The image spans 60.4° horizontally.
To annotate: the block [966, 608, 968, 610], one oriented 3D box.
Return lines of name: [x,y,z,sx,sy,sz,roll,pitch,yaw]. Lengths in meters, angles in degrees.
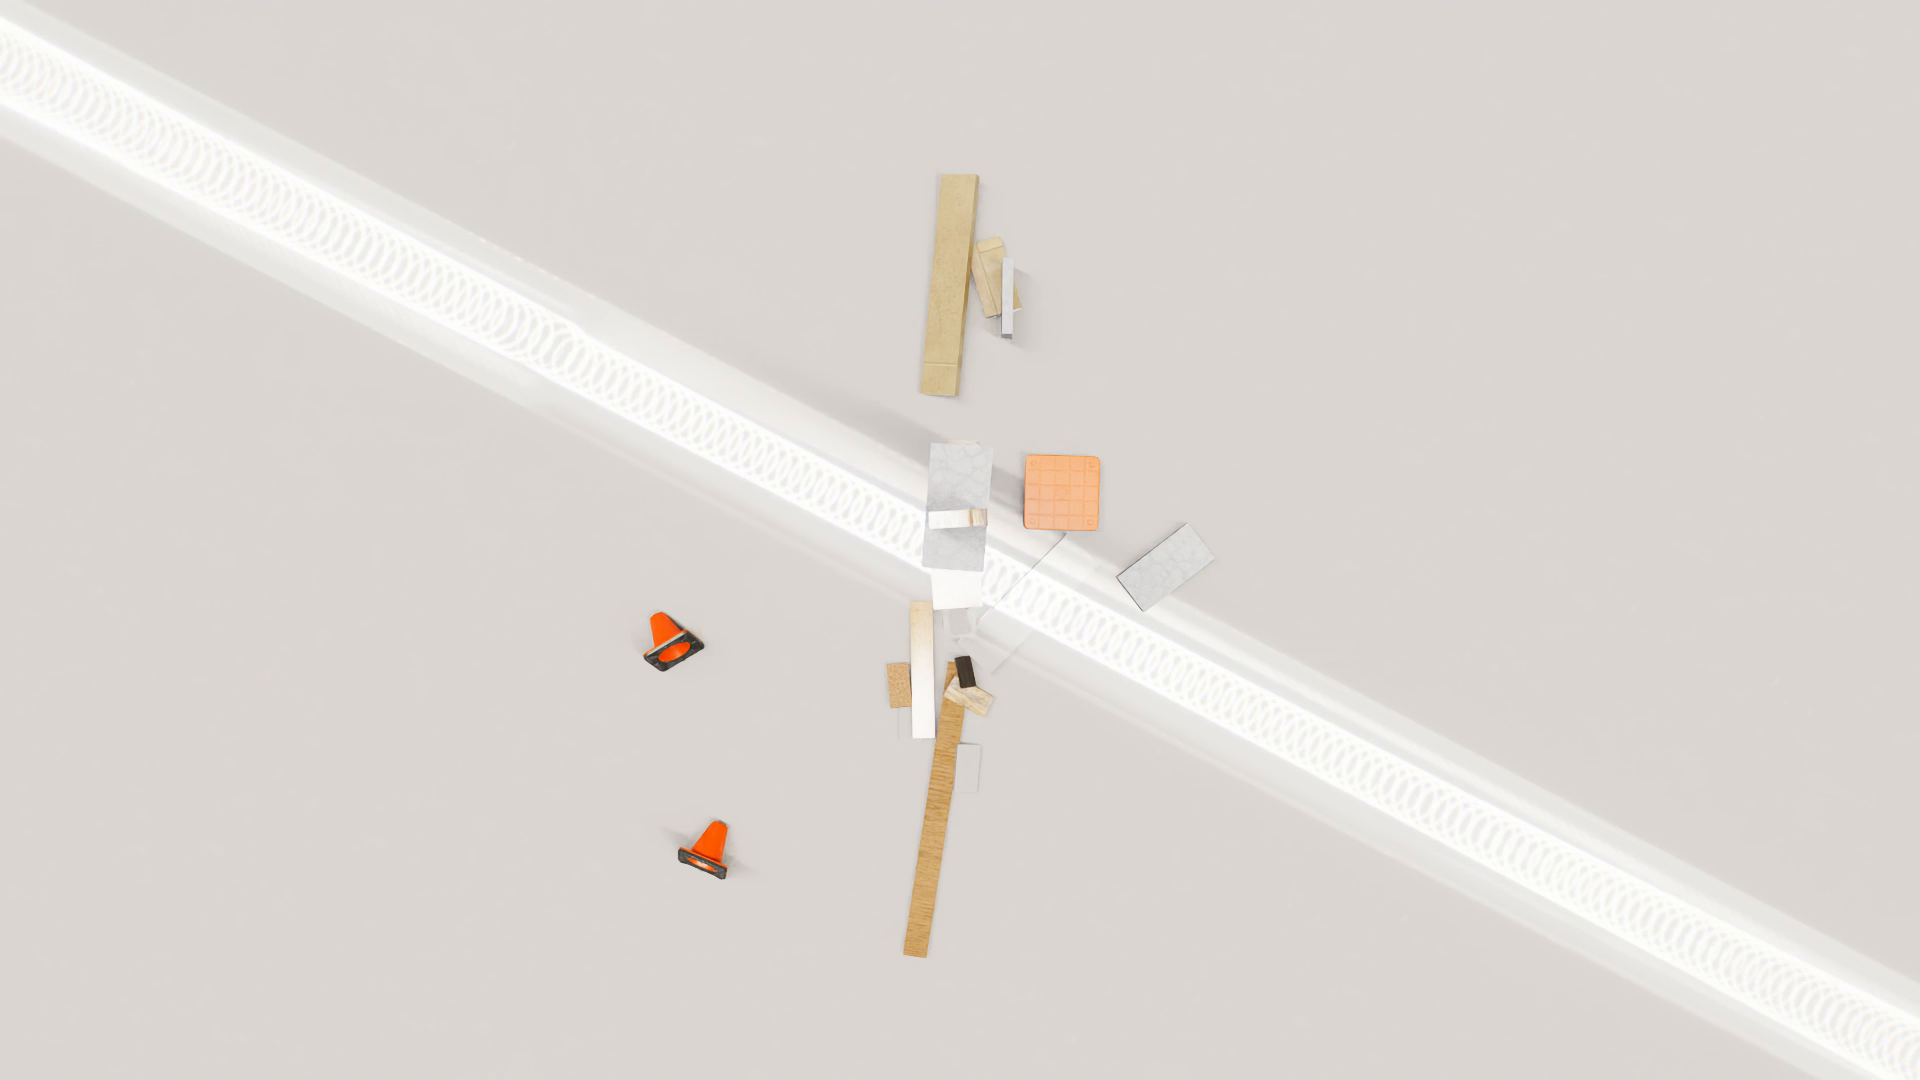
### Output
block: [0.000,0.193,5.212,0.052,0.104,0.015,-1,66,0]

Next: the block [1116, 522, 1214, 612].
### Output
block: [0.682,0.092,5.479,0.295,0.042,0.148,-38,90,0]

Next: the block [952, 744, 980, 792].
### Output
block: [0.022,0.757,5.477,0.078,0.022,0.157,4,91,-16]

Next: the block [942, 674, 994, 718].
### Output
block: [0.028,0.518,5.468,0.157,0.022,0.078,30,85,-13]

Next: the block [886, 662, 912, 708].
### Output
block: [-0.201,0.483,5.477,0.072,0.020,0.144,-6,80,0]

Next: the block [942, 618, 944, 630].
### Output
block: [-0.004,0.272,5.396,0.104,0.208,0.029,-5,90,0]

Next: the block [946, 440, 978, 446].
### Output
block: [0.006,-0.197,4.950,0.099,0.028,0.199,0,90,0]

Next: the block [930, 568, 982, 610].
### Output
block: [-0.016,0.056,4.856,0.143,0.041,0.286,-4,90,0]

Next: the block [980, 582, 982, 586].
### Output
block: [-0.009,0.145,5.070,0.143,0.386,0.041,-1,90,0]

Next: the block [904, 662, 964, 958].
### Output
block: [-0.076,0.897,5.489,0.078,0.022,0.985,9,90,0]

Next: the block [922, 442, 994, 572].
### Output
block: [-0.007,-0.088,4.475,0.169,0.048,0.338,5,90,0]

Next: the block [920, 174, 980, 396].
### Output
block: [-0.033,-0.844,5.461,0.123,0.035,0.731,6,90,22]

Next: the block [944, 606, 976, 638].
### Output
block: [-0.002,0.208,5.277,0.104,0.029,0.208,0,90,0]

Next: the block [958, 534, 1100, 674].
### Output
block: [0.227,0.212,5.479,0.516,0.042,0.148,-45,90,0]

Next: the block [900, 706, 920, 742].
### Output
block: [-0.165,0.599,5.490,0.072,0.020,0.144,1,90,0]

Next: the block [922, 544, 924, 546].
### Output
block: [-0.018,0.039,4.667,0.169,0.338,0.048,2,90,0]

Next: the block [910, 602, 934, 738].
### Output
block: [-0.124,0.430,5.476,0.072,0.020,0.451,-1,86,0]

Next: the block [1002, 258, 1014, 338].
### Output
block: [0.155,-0.791,5.404,0.035,0.123,0.246,1,90,0]

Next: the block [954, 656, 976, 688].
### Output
block: [0.018,0.437,5.454,0.052,0.015,0.104,-5,74,-28]

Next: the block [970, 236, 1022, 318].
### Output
block: [0.110,-0.872,5.483,0.123,0.035,0.246,-17,90,0]

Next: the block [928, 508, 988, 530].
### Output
block: [-0.004,-0.054,4.303,0.148,0.295,0.042,-4,90,0]

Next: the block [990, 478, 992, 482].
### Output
block: [0.003,-0.187,4.717,0.169,0.437,0.048,2,90,0]

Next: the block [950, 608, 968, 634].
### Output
block: [-0.003,0.251,5.230,0.052,0.015,0.104,-4,120,0]
